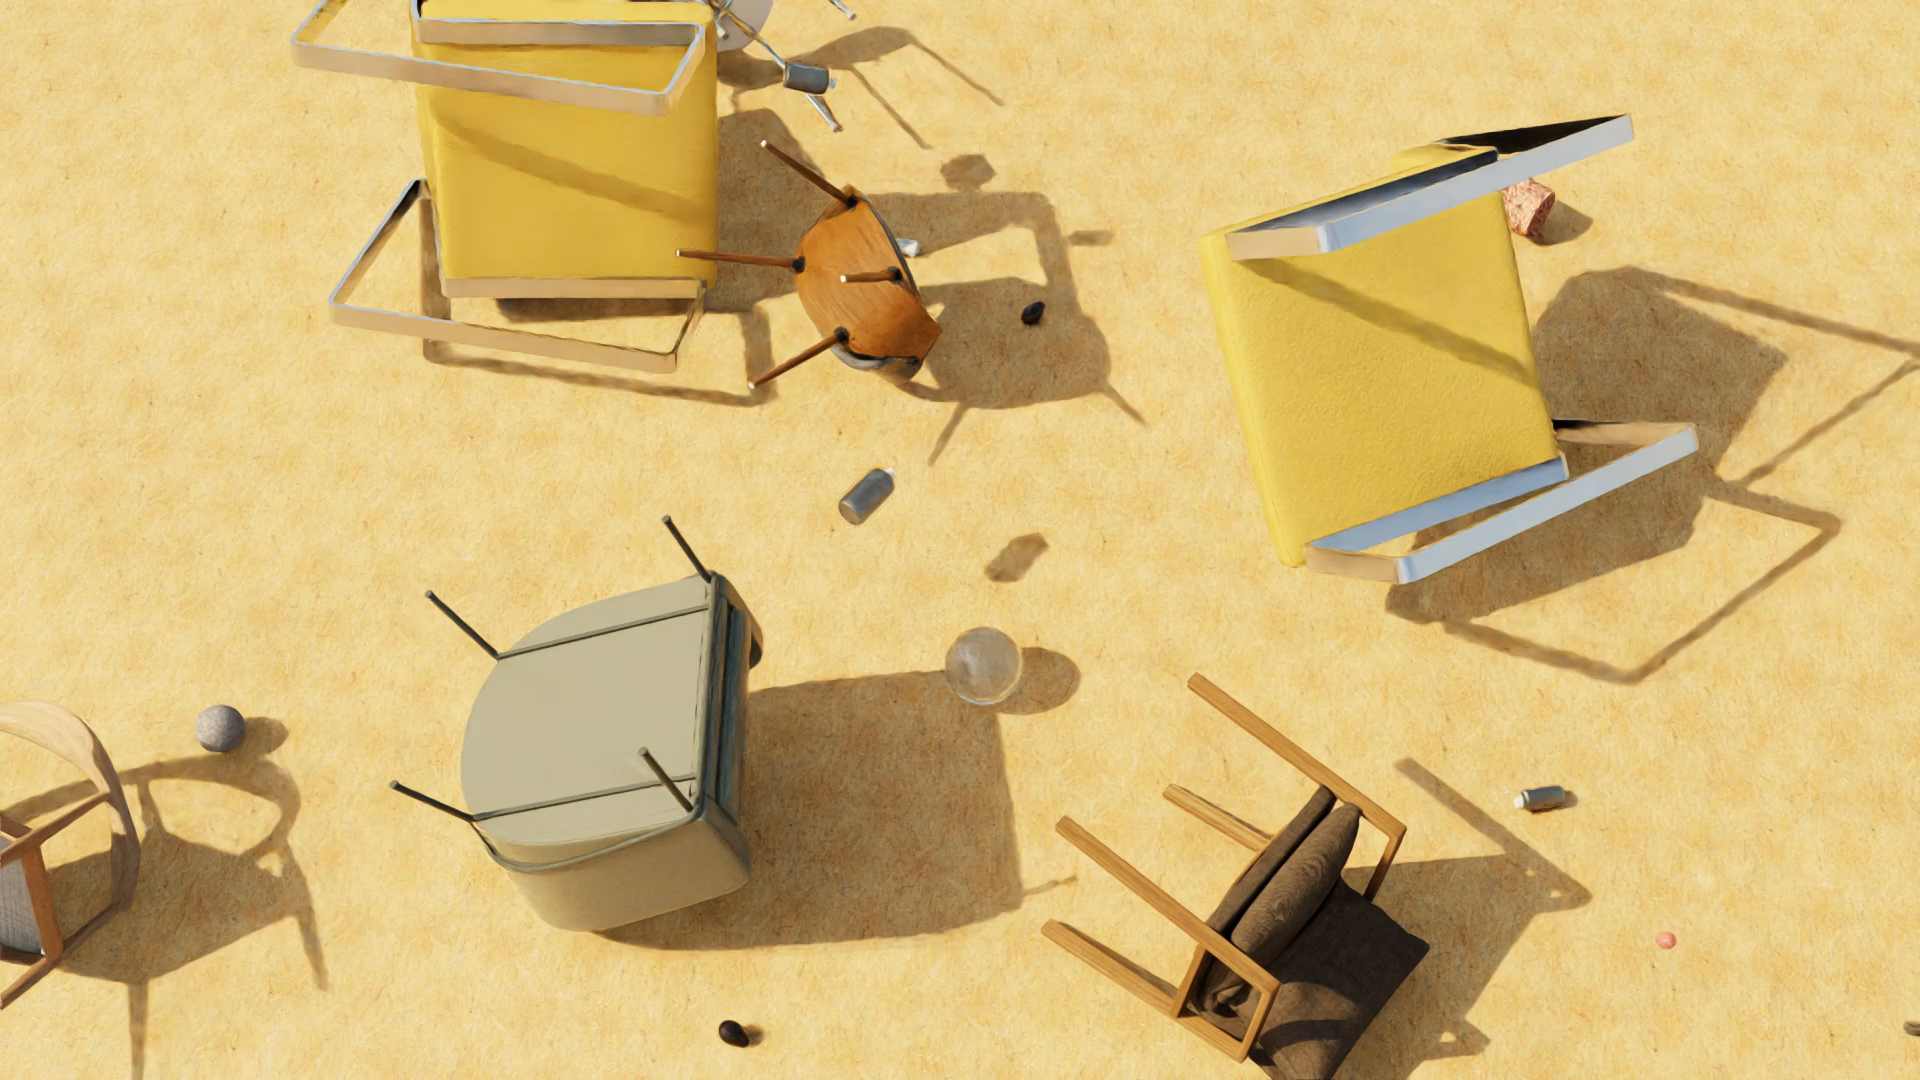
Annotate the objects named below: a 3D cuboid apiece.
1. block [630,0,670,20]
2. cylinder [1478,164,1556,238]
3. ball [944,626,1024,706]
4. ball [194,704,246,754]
[{"bbox_3d":[-0.940,-1.639,6.579,0.070,0.124,0.126,-16,25,16],"label":"block"},{"bbox_3d":[1.825,-1.109,7.211,0.185,0.181,0.172,35,94,21],"label":"cylinder"},{"bbox_3d":[0.067,0.354,6.201,0.224,0.224,0.224,0,56,0],"label":"ball"},{"bbox_3d":[-2.065,0.527,6.139,0.136,0.136,0.136,0,56,0],"label":"ball"}]
